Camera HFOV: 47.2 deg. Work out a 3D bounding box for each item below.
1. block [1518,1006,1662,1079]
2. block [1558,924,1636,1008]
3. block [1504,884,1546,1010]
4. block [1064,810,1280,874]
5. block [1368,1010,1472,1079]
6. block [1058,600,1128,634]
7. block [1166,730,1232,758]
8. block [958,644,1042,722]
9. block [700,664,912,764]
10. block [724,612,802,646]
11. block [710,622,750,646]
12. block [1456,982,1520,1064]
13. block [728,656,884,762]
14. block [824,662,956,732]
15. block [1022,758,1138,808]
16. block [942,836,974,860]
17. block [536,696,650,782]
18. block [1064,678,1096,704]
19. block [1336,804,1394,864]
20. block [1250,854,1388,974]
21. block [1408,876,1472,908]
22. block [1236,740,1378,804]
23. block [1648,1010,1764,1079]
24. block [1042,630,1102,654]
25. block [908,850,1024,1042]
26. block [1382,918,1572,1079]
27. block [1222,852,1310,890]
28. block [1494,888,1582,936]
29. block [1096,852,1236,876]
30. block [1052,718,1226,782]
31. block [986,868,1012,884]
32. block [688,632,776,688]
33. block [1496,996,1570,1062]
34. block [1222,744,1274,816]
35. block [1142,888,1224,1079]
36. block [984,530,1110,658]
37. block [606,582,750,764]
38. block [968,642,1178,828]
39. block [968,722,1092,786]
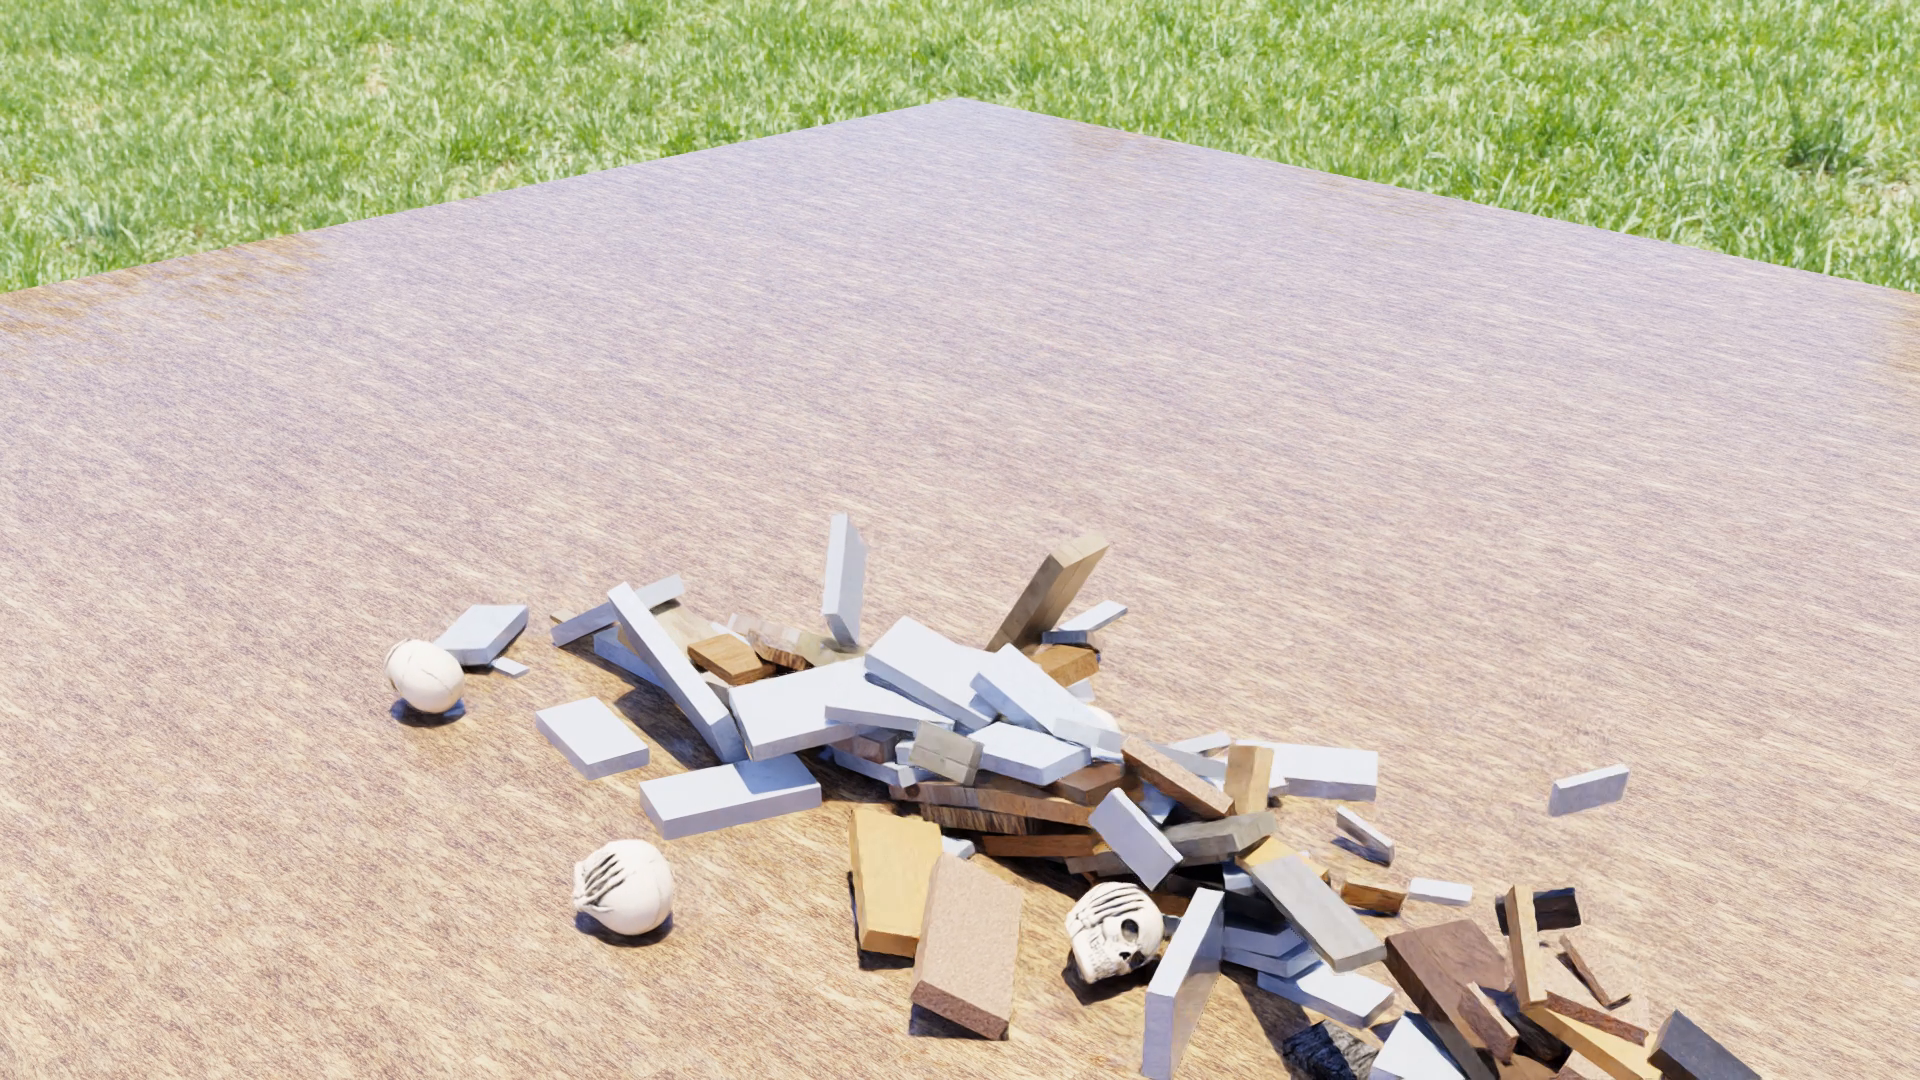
[{"bbox_3d":[1.008,0.775,3.478,0.227,0.032,0.113,35,34,21],"label":"block"},{"bbox_3d":[1.010,0.675,3.489,0.063,0.018,0.126,-11,59,-39],"label":"block"},{"bbox_3d":[0.848,0.612,3.302,0.024,0.172,0.086,-3,-21,2],"label":"block"},{"bbox_3d":[0.383,0.557,4.041,0.115,0.033,0.449,-22,2,-41],"label":"block"},{"bbox_3d":[0.889,0.896,3.538,0.425,0.049,0.174,17,28,24],"label":"block"},{"bbox_3d":[0.319,0.193,5.284,0.063,0.018,0.200,18,29,36],"label":"block"},{"bbox_3d":[0.452,0.448,4.559,0.206,0.103,0.029,-9,67,-34],"label":"block"},{"bbox_3d":[-0.017,0.293,4.602,0.344,0.049,0.172,12,39,31],"label":"block"},{"bbox_3d":[-0.313,0.352,4.670,0.550,0.047,0.166,15,27,39],"label":"block"},{"bbox_3d":[-0.392,0.237,5.048,0.281,0.040,0.140,13,-14,28],"label":"block"},{"bbox_3d":[-0.482,0.262,5.011,0.210,0.105,0.030,23,64,43],"label":"block"},{"bbox_3d":[0.842,0.770,3.511,0.017,0.059,0.119,-9,38,-26],"label":"block"},{"bbox_3d":[-0.287,0.339,4.496,0.334,0.047,0.167,-13,44,-17],"label":"block"},{"bbox_3d":[-0.135,0.322,4.456,0.261,0.037,0.131,8,40,2],"label":"block"},{"bbox_3d":[0.223,0.450,4.167,0.115,0.033,0.230,-17,14,-28],"label":"block"},{"bbox_3d":[-0.065,0.603,4.272,0.169,0.024,0.085,5,23,35],"label":"block"},{"bbox_3d":[-0.789,0.423,4.712,0.140,0.040,0.281,-14,27,-30],"label":"block"},{"bbox_3d":[0.189,0.317,4.793,0.166,0.047,0.332,-21,11,0],"label":"block"},{"bbox_3d":[0.792,0.574,4.298,0.016,0.056,0.133,-39,52,-21],"label":"block"},{"bbox_3d":[0.586,0.611,3.626,0.086,0.024,0.394,-16,16,-9],"label":"block"},{"bbox_3d":[0.911,0.668,4.166,0.113,0.016,0.056,7,24,16],"label":"block"},{"bbox_3d":[0.718,0.480,4.576,0.293,0.042,0.147,4,23,10],"label":"block"},{"bbox_3d":[1.190,0.847,3.438,0.227,0.032,0.113,39,36,11],"label":"block"},{"bbox_3d":[0.257,0.234,5.022,0.103,0.029,0.206,-3,-10,12],"label":"block"},{"bbox_3d":[0.015,0.714,3.908,0.169,0.048,0.400,27,24,-7],"label":"block"},{"bbox_3d":[0.859,0.773,3.611,0.174,0.049,0.348,-7,37,-24],"label":"block"},{"bbox_3d":[0.544,0.585,3.893,0.154,0.022,0.077,-8,12,5],"label":"block"},{"bbox_3d":[0.927,0.596,3.527,0.126,0.063,0.018,-11,25,18],"label":"block"},{"bbox_3d":[0.393,0.582,4.048,0.077,0.022,0.355,-20,1,-39],"label":"block"},{"bbox_3d":[0.373,0.415,4.302,0.404,0.037,0.131,18,-6,-38],"label":"block"},{"bbox_3d":[0.013,0.660,4.174,0.169,0.024,0.085,-3,23,-8],"label":"block"},{"bbox_3d":[-0.501,0.262,4.820,0.105,0.030,0.210,-16,24,-31],"label":"block"},{"bbox_3d":[0.924,0.783,3.540,0.059,0.017,0.119,-20,43,-28],"label":"block"},{"bbox_3d":[0.535,0.519,4.172,0.036,0.256,0.128,11,-7,-15],"label":"block"},{"bbox_3d":[0.384,0.756,3.763,0.048,0.169,0.338,9,25,18],"label":"block"},{"bbox_3d":[0.171,0.159,4.883,0.047,0.434,0.167,47,42,17],"label":"block"},{"bbox_3d":[-0.603,0.290,4.699,0.049,0.172,0.477,-32,49,-14],"label":"block"},{"bbox_3d":[0.235,0.394,4.377,0.464,0.042,0.147,39,33,7],"label":"block"},{"bbox_3d":[0.116,0.410,4.231,0.128,0.036,0.256,-20,20,-38],"label":"block"}]
